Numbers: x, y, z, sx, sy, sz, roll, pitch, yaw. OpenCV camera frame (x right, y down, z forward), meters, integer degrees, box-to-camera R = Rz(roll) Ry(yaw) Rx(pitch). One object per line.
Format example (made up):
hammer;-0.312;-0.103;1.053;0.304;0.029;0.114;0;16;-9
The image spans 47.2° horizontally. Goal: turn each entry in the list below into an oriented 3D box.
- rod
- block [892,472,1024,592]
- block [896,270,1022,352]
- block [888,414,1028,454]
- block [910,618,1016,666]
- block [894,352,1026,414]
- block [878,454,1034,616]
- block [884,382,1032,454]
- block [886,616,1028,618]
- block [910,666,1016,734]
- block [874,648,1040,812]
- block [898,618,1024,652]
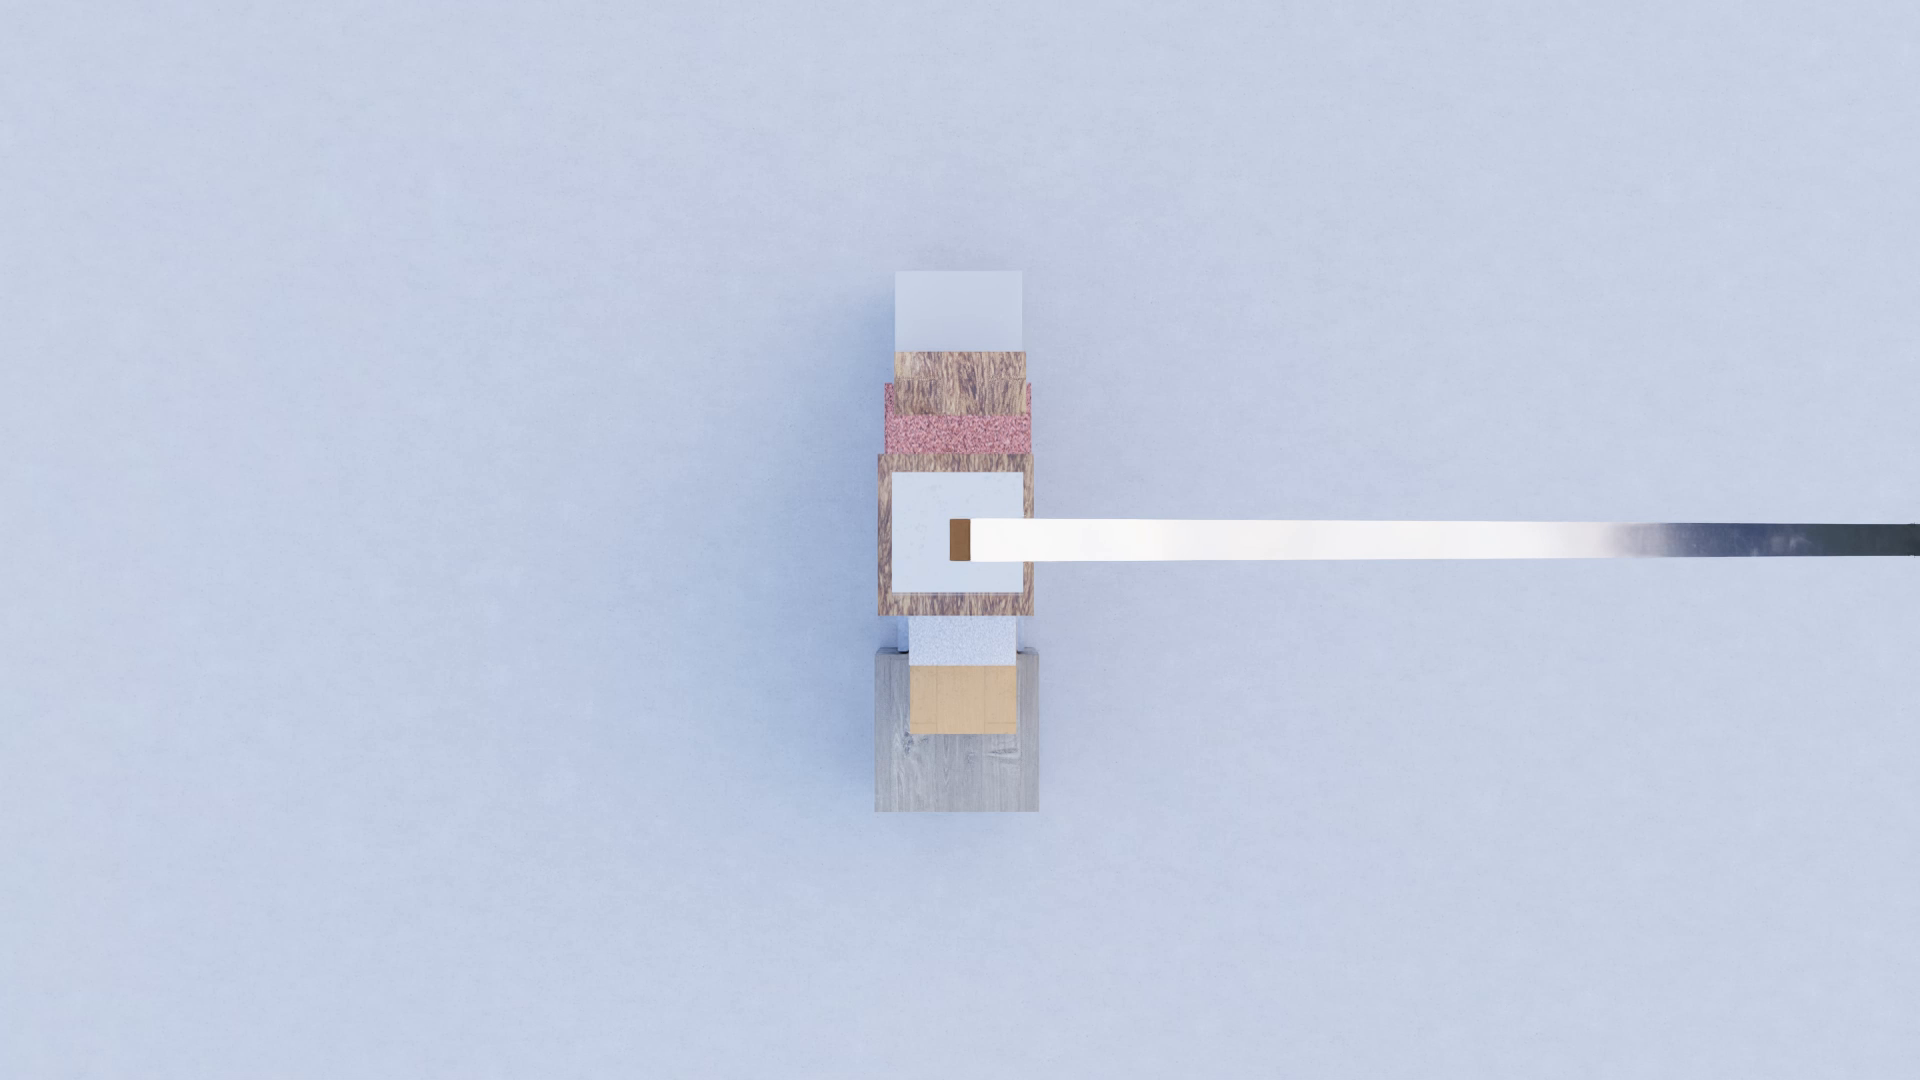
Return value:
rod;2.234;0.000;5.473;5.200;0.080;0.080;0;90;-31
block;-0.009;-0.028;8.440;0.491;0.399;0.449;0;90;0
block;-0.009;-1.200;12.655;0.709;0.689;0.613;0;90;0
block;-0.009;-0.287;11.243;0.704;0.562;0.676;0;90;0
block;0.012;0.340;11.210;0.529;0.574;0.569;0;89;0
block;0.002;-0.634;11.920;0.691;0.797;0.734;0;92;0
block;-0.019;-0.018;9.951;0.682;0.702;0.708;0;89;0
block;-0.012;-0.533;12.665;0.822;0.671;0.701;0;90;0
block;-0.012;-0.010;10.614;0.663;0.625;0.748;0;89;0
block;0.017;0.698;11.835;0.555;0.677;0.631;0;90;0
block;-0.017;1.070;12.587;0.912;0.826;0.872;0;90;0
block;0.006;0.226;12.670;0.708;0.661;0.796;0;90;0
